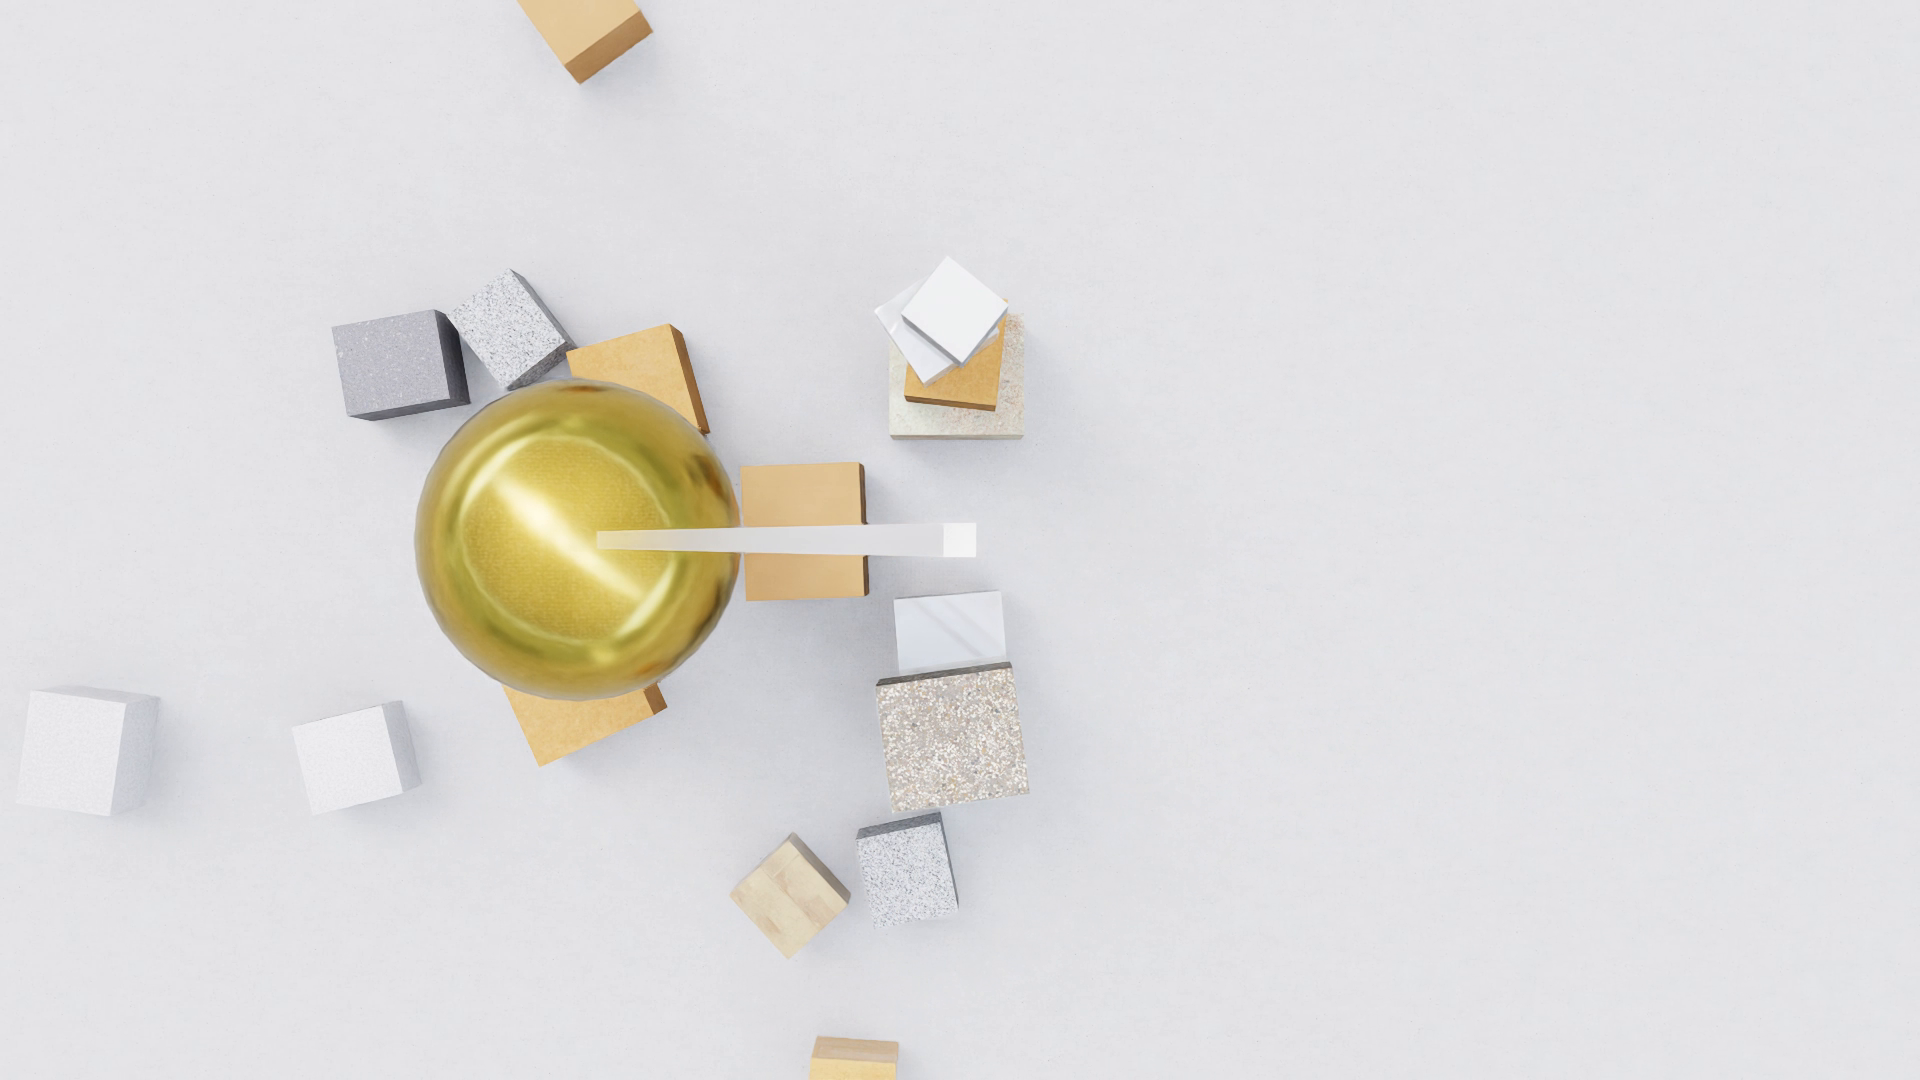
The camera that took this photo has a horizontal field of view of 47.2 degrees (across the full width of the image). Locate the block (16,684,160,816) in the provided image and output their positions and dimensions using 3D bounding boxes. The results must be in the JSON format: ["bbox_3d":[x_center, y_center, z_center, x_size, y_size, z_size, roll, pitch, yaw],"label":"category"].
[{"bbox_3d":[-5.038,1.208,12.727,0.541,0.546,0.646,8,90,0],"label":"block"}]

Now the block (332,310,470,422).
[{"bbox_3d":[-3.226,-1.005,12.729,0.591,0.541,0.514,-10,90,0],"label":"block"}]

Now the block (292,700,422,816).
[{"bbox_3d":[-3.496,1.257,12.772,0.529,0.456,0.517,-14,90,0],"label":"block"}]

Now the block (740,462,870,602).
[{"bbox_3d":[-0.880,-0.047,12.637,0.660,0.726,0.754,-2,90,0],"label":"block"}]

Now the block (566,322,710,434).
[{"bbox_3d":[-1.849,-0.846,12.701,0.605,0.597,0.614,-16,90,0],"label":"block"}]

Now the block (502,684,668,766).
[{"bbox_3d":[-2.192,0.826,12.706,0.711,0.588,0.682,-25,90,0],"label":"block"}]

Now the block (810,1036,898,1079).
[{"bbox_3d":[-0.619,3.181,12.728,0.485,0.544,0.462,4,90,0],"label":"block"}]

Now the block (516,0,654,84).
[{"bbox_3d":[-2.198,-3.078,12.732,0.539,0.537,0.572,-36,90,0],"label":"block"}]

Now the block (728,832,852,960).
[{"bbox_3d":[-0.983,2.065,12.798,0.466,0.404,0.505,-43,90,0],"label":"block"}]

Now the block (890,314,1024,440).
[{"bbox_3d":[-0.018,-0.931,12.664,0.756,0.671,0.680,0,90,0],"label":"block"}]

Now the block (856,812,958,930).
[{"bbox_3d":[-0.301,1.910,12.750,0.491,0.499,0.521,-12,90,0],"label":"block"}]

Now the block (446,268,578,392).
[{"bbox_3d":[-2.592,-1.208,12.774,0.448,0.453,0.531,-38,90,0],"label":"block"}]

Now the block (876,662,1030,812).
[{"bbox_3d":[-0.039,1.068,12.049,0.742,0.640,0.679,-8,90,0],"label":"block"}]

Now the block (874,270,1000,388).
[{"bbox_3d":[-0.118,-1.126,11.533,0.474,0.462,0.449,-34,90,0],"label":"block"}]

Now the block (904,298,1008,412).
[{"bbox_3d":[-0.021,-1.032,12.046,0.499,0.565,0.573,6,90,0],"label":"block"}]

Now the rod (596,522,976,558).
[{"bbox_3d":[-0.815,0.000,7.642,0.080,5.200,0.080,0,90,-18],"label":"rod"}]

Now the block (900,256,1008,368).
[{"bbox_3d":[-0.026,-1.142,11.084,0.389,0.436,0.367,39,90,0],"label":"block"}]

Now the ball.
[{"bbox_3d":[-1.880,0.000,10.871,1.600,1.600,1.600,0,90,0],"label":"ball"}]

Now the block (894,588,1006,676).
[{"bbox_3d":[-0.050,0.577,12.697,0.608,0.606,0.530,-5,90,0],"label":"block"}]
